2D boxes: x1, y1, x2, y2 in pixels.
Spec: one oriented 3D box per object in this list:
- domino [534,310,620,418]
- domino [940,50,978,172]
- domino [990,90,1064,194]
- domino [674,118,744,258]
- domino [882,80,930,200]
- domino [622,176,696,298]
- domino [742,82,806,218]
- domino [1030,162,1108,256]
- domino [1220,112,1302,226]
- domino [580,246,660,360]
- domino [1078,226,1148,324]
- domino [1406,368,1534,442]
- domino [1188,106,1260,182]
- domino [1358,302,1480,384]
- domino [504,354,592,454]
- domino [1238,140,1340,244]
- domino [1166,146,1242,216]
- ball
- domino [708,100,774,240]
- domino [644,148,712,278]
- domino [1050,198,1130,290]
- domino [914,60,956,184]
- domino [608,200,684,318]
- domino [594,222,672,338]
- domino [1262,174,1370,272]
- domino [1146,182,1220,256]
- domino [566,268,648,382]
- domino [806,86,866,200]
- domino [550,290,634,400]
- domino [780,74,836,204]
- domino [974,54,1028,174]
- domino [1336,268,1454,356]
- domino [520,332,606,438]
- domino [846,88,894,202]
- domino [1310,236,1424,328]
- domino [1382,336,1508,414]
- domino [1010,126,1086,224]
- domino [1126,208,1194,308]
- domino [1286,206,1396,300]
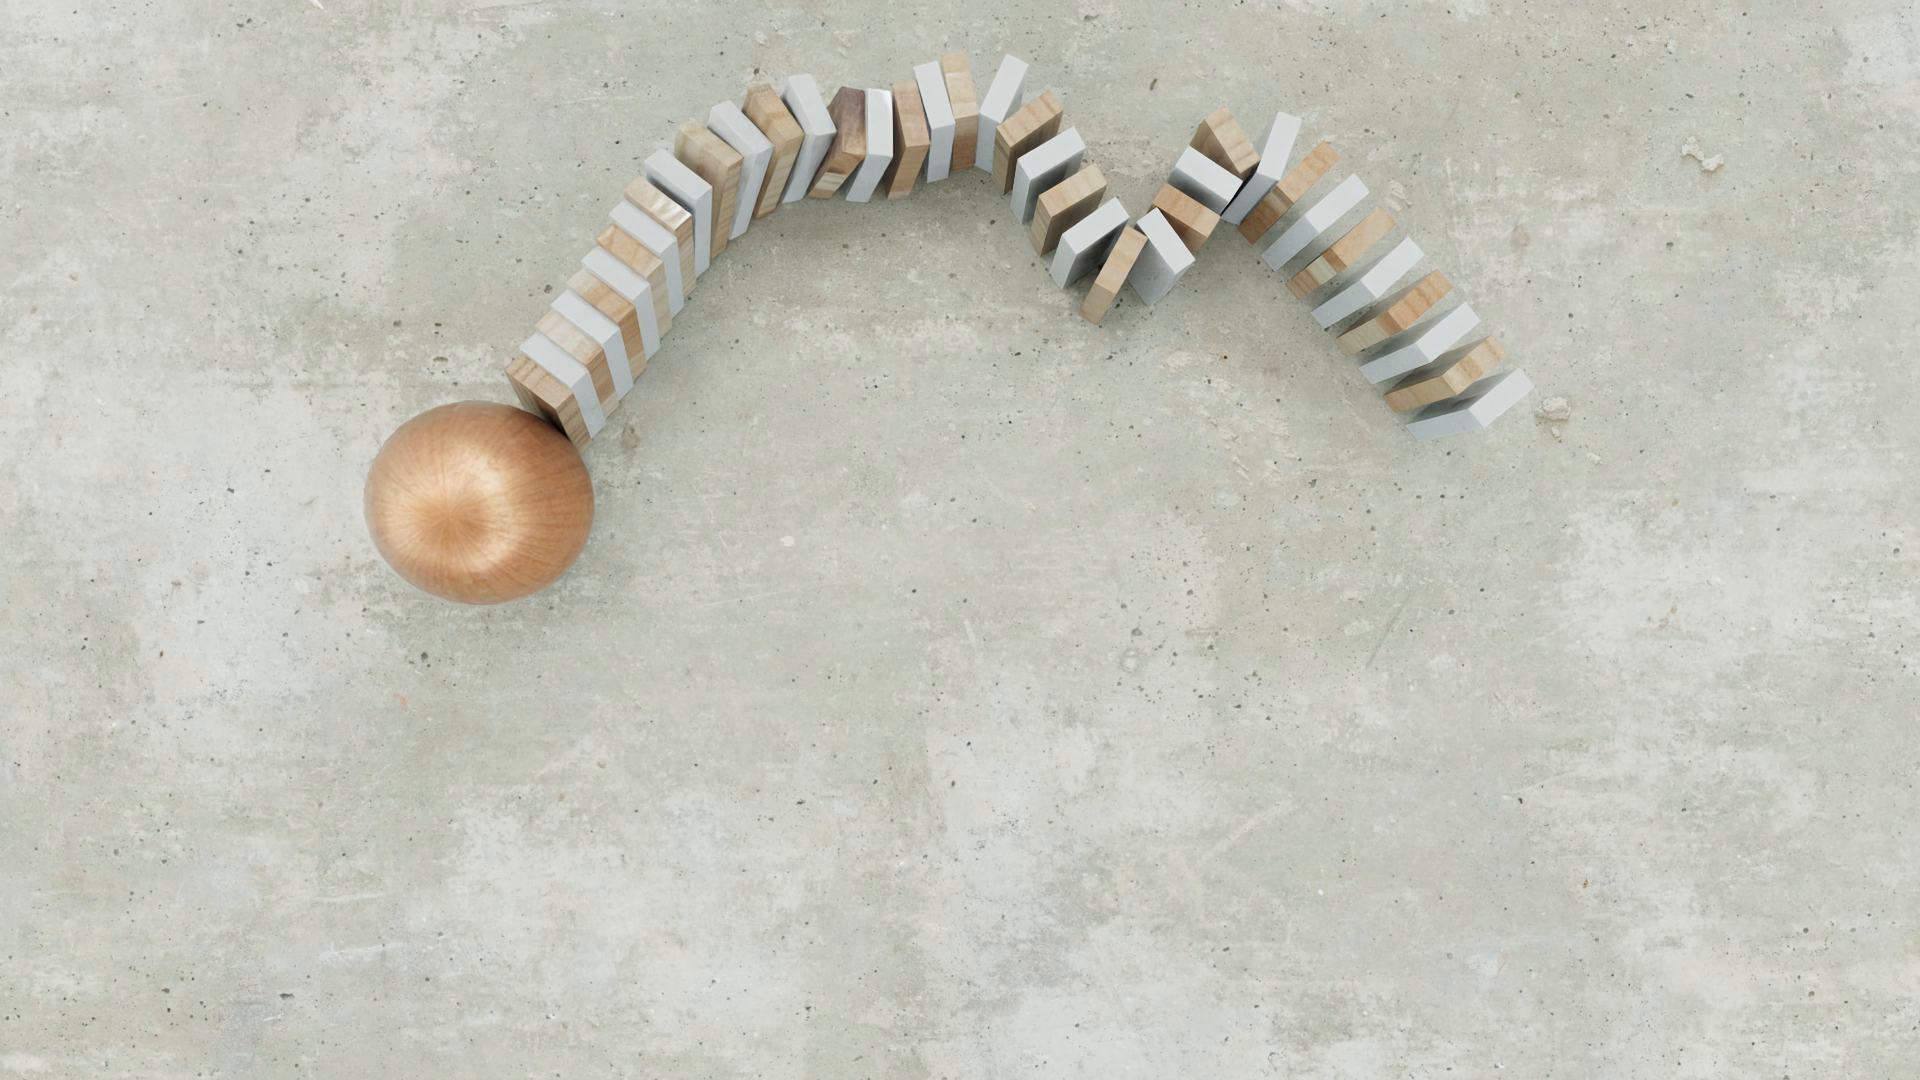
[{"bbox_3d":[-0.156,-0.071,0.375,0.025,0.050,0.009,37,68,0],"label":"domino"},{"bbox_3d":[-0.001,-0.174,0.375,0.009,0.050,0.025,-12,90,-1],"label":"domino"},{"bbox_3d":[0.027,-0.161,0.375,0.025,0.050,0.009,-36,91,0],"label":"domino"},{"bbox_3d":[-0.106,-0.143,0.377,0.025,0.050,0.009,37,54,0],"label":"domino"},{"bbox_3d":[-0.024,-0.162,0.375,0.009,0.050,0.025,-12,90,-13],"label":"domino"},{"bbox_3d":[-0.122,-0.122,0.375,0.025,0.050,0.009,37,68,0],"label":"domino"},{"bbox_3d":[-0.082,-0.158,0.376,0.009,0.050,0.025,-36,90,-32],"label":"domino"},{"bbox_3d":[0.043,-0.134,0.375,0.025,0.050,0.010,-30,90,0],"label":"domino"},{"bbox_3d":[0.122,-0.151,0.375,0.009,0.050,0.025,20,90,0],"label":"domino"},{"bbox_3d":[-0.138,-0.095,0.375,0.025,0.050,0.010,37,68,0],"label":"domino"},{"bbox_3d":[0.062,-0.107,0.375,0.010,0.050,0.025,29,90,0],"label":"domino"},{"bbox_3d":[0.207,-0.054,0.375,0.025,0.050,0.009,-39,90,0],"label":"domino"},{"bbox_3d":[0.104,-0.153,0.375,0.009,0.050,0.025,-33,90,0],"label":"domino"},{"bbox_3d":[0.186,-0.079,0.375,0.025,0.050,0.009,-40,90,0],"label":"domino"},{"bbox_3d":[-0.167,-0.054,0.375,0.025,0.050,0.009,37,68,0],"label":"domino"},{"bbox_3d":[0.133,-0.141,0.375,0.025,0.050,0.010,-44,90,0],"label":"domino"},{"bbox_3d":[0.095,-0.140,0.375,0.025,0.050,0.009,33,90,0],"label":"domino"},{"bbox_3d":[-0.187,-0.015,0.360,0.080,0.080,0.080,0,90,0],"label":"ball"},{"bbox_3d":[-0.095,-0.151,0.377,0.025,0.050,0.010,46,55,0],"label":"domino"},{"bbox_3d":[-0.115,-0.132,0.376,0.025,0.050,0.009,37,64,0],"label":"domino"},{"bbox_3d":[0.052,-0.120,0.375,0.025,0.050,0.009,-35,90,0],"label":"domino"},{"bbox_3d":[-0.012,-0.169,0.375,0.010,0.050,0.025,-16,90,-4],"label":"domino"},{"bbox_3d":[-0.127,-0.113,0.375,0.025,0.050,0.010,37,68,0],"label":"domino"},{"bbox_3d":[-0.133,-0.104,0.375,0.025,0.050,0.010,37,68,0],"label":"domino"},{"bbox_3d":[0.144,-0.129,0.375,0.025,0.050,0.009,-40,90,0],"label":"domino"},{"bbox_3d":[0.087,-0.126,0.375,0.025,0.050,0.010,32,90,0],"label":"domino"},{"bbox_3d":[-0.143,-0.087,0.375,0.025,0.050,0.010,37,68,0],"label":"domino"},{"bbox_3d":[-0.051,-0.161,0.375,0.010,0.050,0.025,-1,90,-25],"label":"domino"},{"bbox_3d":[-0.149,-0.079,0.375,0.025,0.050,0.009,37,68,0],"label":"domino"},{"bbox_3d":[-0.067,-0.163,0.376,0.010,0.050,0.025,-25,90,-28],"label":"domino"},{"bbox_3d":[0.016,-0.173,0.375,0.009,0.050,0.025,25,90,-2],"label":"domino"},{"bbox_3d":[0.176,-0.092,0.375,0.025,0.050,0.009,-40,90,0],"label":"domino"},{"bbox_3d":[-0.161,-0.062,0.375,0.025,0.050,0.010,37,68,0],"label":"domino"},{"bbox_3d":[-0.038,-0.160,0.375,0.010,0.050,0.025,-1,90,-17],"label":"domino"},{"bbox_3d":[0.165,-0.104,0.375,0.025,0.050,0.009,-42,90,0],"label":"domino"},{"bbox_3d":[0.197,-0.067,0.375,0.025,0.050,0.010,-39,90,0],"label":"domino"},{"bbox_3d":[0.035,-0.148,0.375,0.025,0.050,0.010,-31,90,0],"label":"domino"},{"bbox_3d":[0.079,-0.114,0.375,0.009,0.050,0.025,-36,90,0],"label":"domino"},{"bbox_3d":[0.154,-0.116,0.375,0.025,0.050,0.009,-41,90,0],"label":"domino"}]
